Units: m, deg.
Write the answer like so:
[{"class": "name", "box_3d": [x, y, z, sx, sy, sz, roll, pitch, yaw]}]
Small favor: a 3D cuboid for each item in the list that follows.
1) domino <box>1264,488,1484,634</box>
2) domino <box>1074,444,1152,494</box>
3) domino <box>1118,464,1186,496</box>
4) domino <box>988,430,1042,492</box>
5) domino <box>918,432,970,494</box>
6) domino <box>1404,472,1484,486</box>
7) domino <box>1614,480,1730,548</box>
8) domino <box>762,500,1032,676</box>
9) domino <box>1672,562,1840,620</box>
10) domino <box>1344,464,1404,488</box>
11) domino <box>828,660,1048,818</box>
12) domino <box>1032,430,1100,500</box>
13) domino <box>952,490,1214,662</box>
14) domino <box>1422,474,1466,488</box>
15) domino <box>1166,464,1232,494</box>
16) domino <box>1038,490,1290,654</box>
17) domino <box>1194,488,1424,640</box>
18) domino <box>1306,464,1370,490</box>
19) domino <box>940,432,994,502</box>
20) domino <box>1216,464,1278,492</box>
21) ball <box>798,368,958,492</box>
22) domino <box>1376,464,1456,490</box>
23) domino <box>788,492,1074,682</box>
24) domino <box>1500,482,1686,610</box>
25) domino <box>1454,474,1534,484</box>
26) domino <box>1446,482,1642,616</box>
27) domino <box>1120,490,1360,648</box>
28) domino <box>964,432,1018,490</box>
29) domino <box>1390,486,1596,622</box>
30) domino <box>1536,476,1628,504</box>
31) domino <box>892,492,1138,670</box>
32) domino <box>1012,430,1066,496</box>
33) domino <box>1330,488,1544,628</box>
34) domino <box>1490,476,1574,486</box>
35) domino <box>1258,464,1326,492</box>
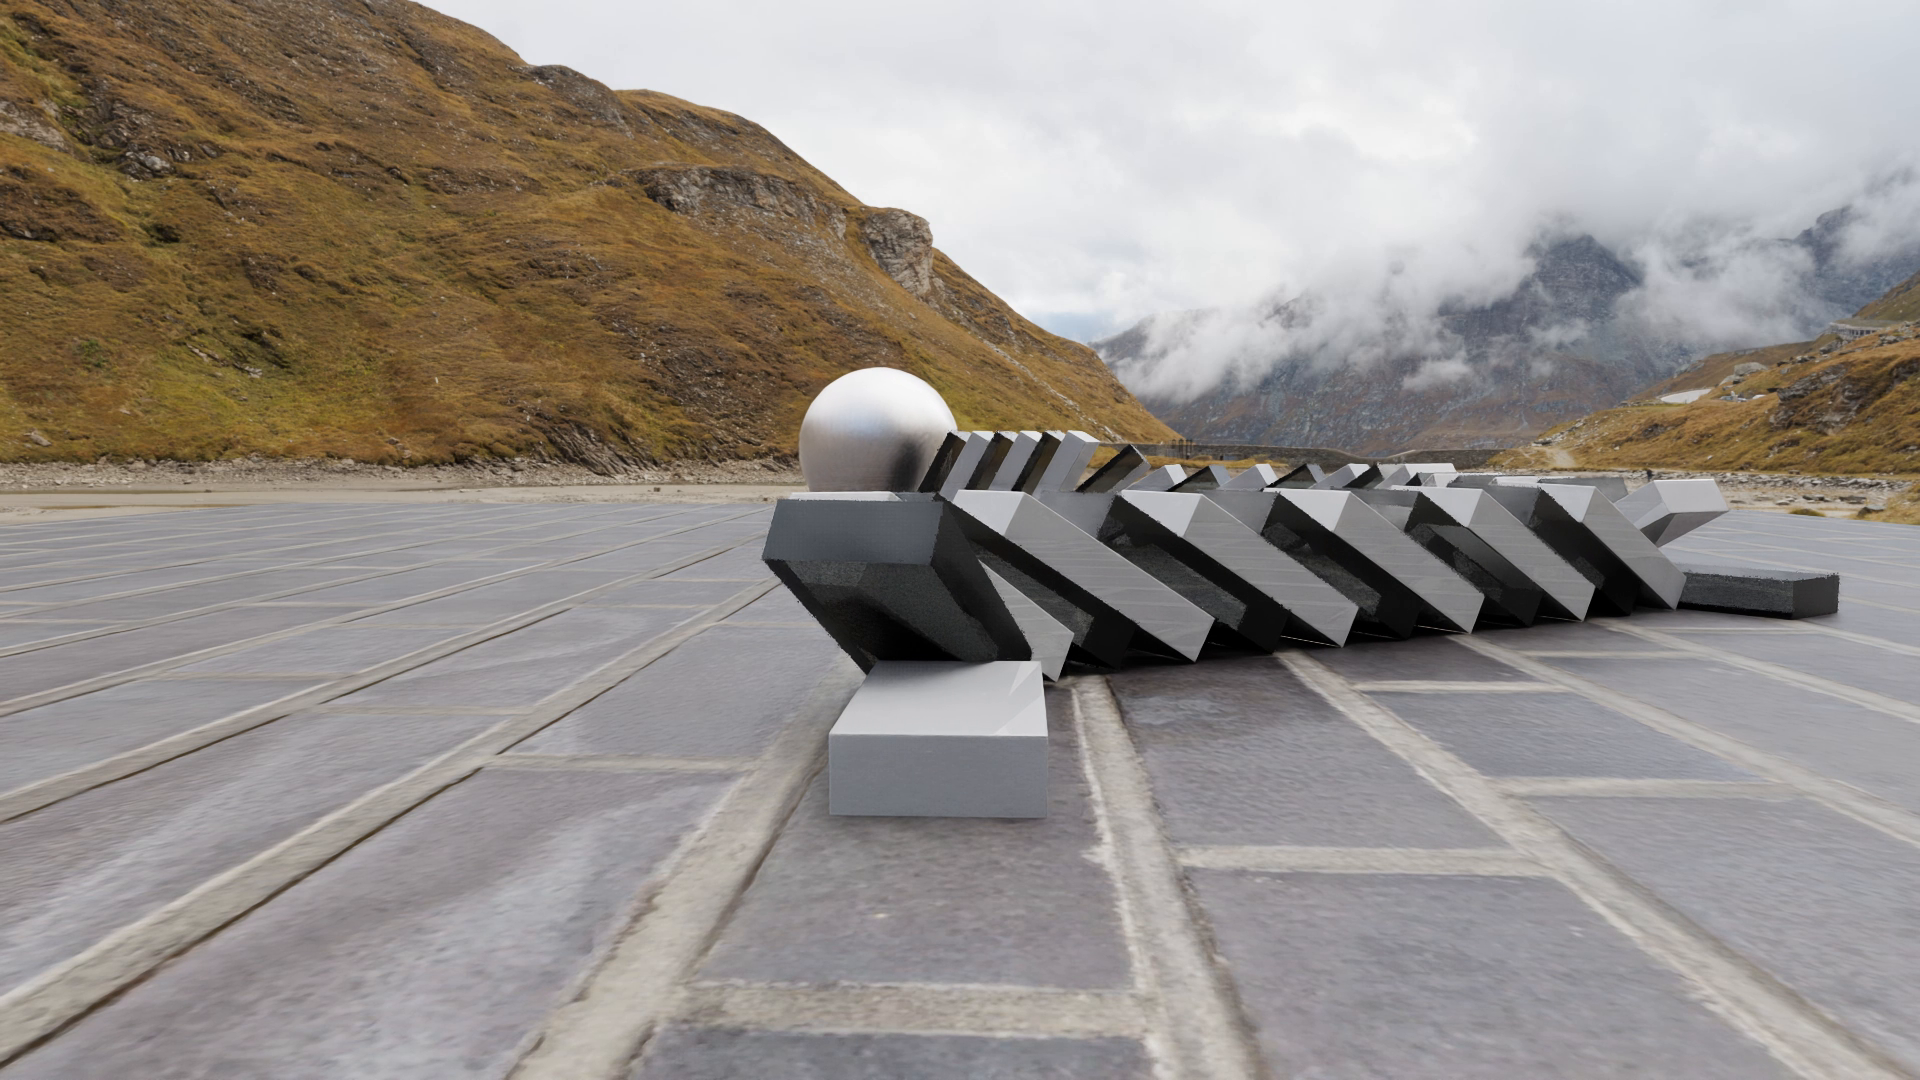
[{"class": "domino", "box_3d": [0.091, 0.005, 0.287, 0.050, 0.009, 0.025, 31, -12, -28]}, {"class": "domino", "box_3d": [0.060, -0.021, 0.558, 0.050, 0.010, 0.025, -40, -12, 11]}, {"class": "domino", "box_3d": [0.071, -0.015, 0.545, 0.050, 0.010, 0.025, -32, -9, 23]}, {"class": "domino", "box_3d": [0.023, -0.025, 0.574, 0.009, 0.050, 0.025, 33, 14, 15]}, {"class": "domino", "box_3d": [-0.008, -0.025, 0.586, 0.009, 0.050, 0.025, 33, 14, 15]}, {"class": "domino", "box_3d": [0.160, -0.008, 0.450, 0.025, 0.009, 0.050, -1, -25, -15]}, {"class": "domino", "box_3d": [0.180, 0.000, 0.353, 0.025, 0.009, 0.050, -2, -25, -27]}, {"class": "domino", "box_3d": [-0.008, 0.011, 0.196, 0.025, 0.009, 0.050, 2, -28, 20]}, {"class": "domino", "box_3d": [0.197, 0.013, 0.337, 0.025, 0.009, 0.050, -3, 5, -34]}, {"class": "domino", "box_3d": [0.149, -0.012, 0.490, 0.025, 0.009, 0.050, -3, -28, -40]}, {"class": "domino", "box_3d": [-0.001, 0.025, 0.171, 0.025, 0.009, 0.050, 0, 4, 3]}, {"class": "domino", "box_3d": [0.043, -0.024, 0.565, 0.009, 0.050, 0.025, 33, 14, 15]}, {"class": "domino", "box_3d": [0.023, 0.007, 0.249, 0.050, 0.010, 0.025, 32, -12, -26]}, {"class": "domino", "box_3d": [0.159, -0.006, 0.429, 0.025, 0.010, 0.050, -1, -25, -10]}, {"class": "domino", "box_3d": [0.088, -0.015, 0.536, 0.050, 0.009, 0.025, -32, -10, 24]}, {"class": "domino", "box_3d": [0.040, 0.007, 0.259, 0.050, 0.010, 0.025, 31, -12, -27]}, {"class": "domino", "box_3d": [0.074, 0.005, 0.278, 0.050, 0.009, 0.025, 31, -12, -28]}, {"class": "domino", "box_3d": [0.138, -0.013, 0.508, 0.050, 0.010, 0.025, -35, -16, 30]}, {"class": "domino", "box_3d": [0.002, -0.025, 0.582, 0.010, 0.050, 0.025, 33, 14, 15]}, {"class": "domino", "box_3d": [0.105, -0.014, 0.528, 0.050, 0.009, 0.025, -33, -10, 24]}, {"class": "ball", "box_3d": [-0.040, -0.045, 0.637, 0.080, 0.080, 0.080, 0, 4, 0]}, {"class": "domino", "box_3d": [0.157, -0.011, 0.472, 0.025, 0.010, 0.050, -2, -28, -31]}, {"class": "domino", "box_3d": [-0.006, 0.009, 0.219, 0.025, 0.010, 0.050, 2, -28, 46]}, {"class": "domino", "box_3d": [0.160, 0.002, 0.326, 0.050, 0.010, 0.025, 31, -12, -31]}, {"class": "domino", "box_3d": [0.160, -0.005, 0.410, 0.025, 0.009, 0.050, -1, -25, -10]}, {"class": "domino", "box_3d": [0.143, 0.002, 0.316, 0.050, 0.009, 0.025, 31, -12, -31]}, {"class": "domino", "box_3d": [0.057, 0.006, 0.268, 0.050, 0.010, 0.025, 31, -12, -28]}, {"class": "domino", "box_3d": [0.012, -0.025, 0.578, 0.009, 0.050, 0.025, 33, 14, 15]}, {"class": "domino", "box_3d": [0.126, 0.003, 0.306, 0.050, 0.010, 0.025, 31, -12, -29]}, {"class": "domino", "box_3d": [0.167, -0.002, 0.372, 0.025, 0.009, 0.050, -2, -25, -11]}, {"class": "domino", "box_3d": [0.006, 0.008, 0.238, 0.050, 0.009, 0.025, 33, -14, -28]}, {"class": "domino", "box_3d": [0.033, -0.024, 0.571, 0.009, 0.050, 0.025, 33, 14, 15]}, {"class": "domino", "box_3d": [0.109, 0.004, 0.297, 0.050, 0.009, 0.025, 31, -12, -29]}, {"class": "domino", "box_3d": [0.163, -0.003, 0.391, 0.025, 0.010, 0.050, -1, -25, -10]}, {"class": "domino", "box_3d": [0.123, -0.014, 0.520, 0.050, 0.009, 0.025, -33, -12, 24]}]
